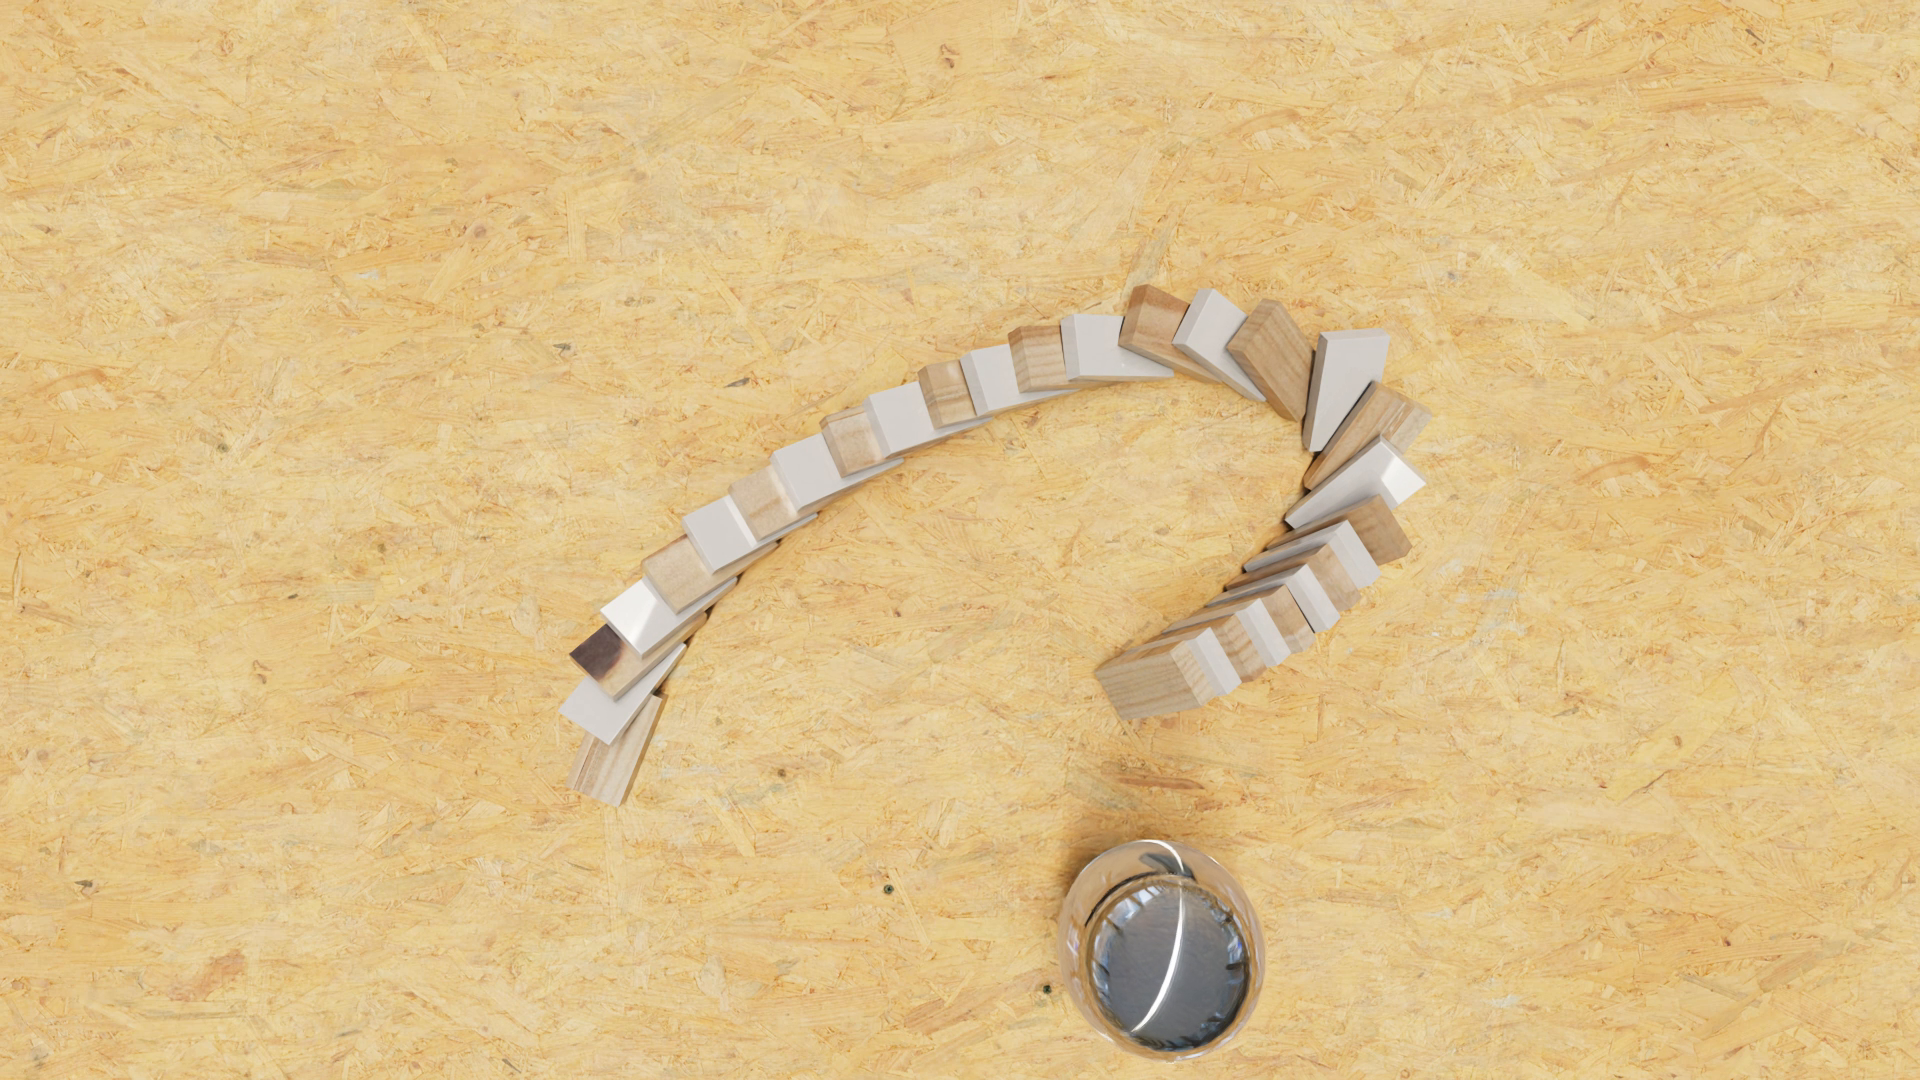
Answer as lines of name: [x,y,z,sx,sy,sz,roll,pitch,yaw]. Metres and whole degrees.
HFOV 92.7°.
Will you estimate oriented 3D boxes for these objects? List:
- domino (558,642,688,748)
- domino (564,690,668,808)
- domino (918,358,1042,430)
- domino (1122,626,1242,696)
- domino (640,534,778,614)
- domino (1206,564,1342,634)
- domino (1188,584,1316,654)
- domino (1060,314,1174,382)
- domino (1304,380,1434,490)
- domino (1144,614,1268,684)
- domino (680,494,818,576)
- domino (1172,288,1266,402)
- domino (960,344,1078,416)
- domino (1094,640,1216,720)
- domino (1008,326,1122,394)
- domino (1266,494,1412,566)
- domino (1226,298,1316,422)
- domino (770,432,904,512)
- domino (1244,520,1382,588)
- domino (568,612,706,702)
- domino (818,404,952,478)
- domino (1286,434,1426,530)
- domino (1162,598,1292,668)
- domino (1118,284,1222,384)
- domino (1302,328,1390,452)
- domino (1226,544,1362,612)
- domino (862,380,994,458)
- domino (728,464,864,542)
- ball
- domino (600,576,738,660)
domino: [-0.141,0.059,0.386,0.025,0.010,0.050,34,66,0]
domino: [-0.148,0.086,0.395,0.025,0.010,0.050,22,90,0]
domino: [0.009,-0.064,0.385,0.050,0.010,0.025,-16,90,-26]
domino: [0.089,0.053,0.376,0.009,0.050,0.025,-30,90,-32]
domino: [-0.105,0.007,0.384,0.050,0.009,0.025,-36,89,-28]
domino: [0.127,0.029,0.376,0.010,0.050,0.025,-33,90,-33]
domino: [0.118,0.037,0.376,0.010,0.050,0.025,-30,90,-32]
domino: [0.066,-0.080,0.383,0.050,0.010,0.025,-5,88,-30]
domino: [0.169,-0.038,0.382,0.025,0.010,0.050,26,124,0]
domino: [0.099,0.048,0.376,0.009,0.050,0.025,-30,90,-32]
domino: [-0.088,-0.009,0.384,0.050,0.010,0.025,-31,90,-28]
domino: [0.114,-0.081,0.384,0.050,0.010,0.025,27,90,-28]
domino: [0.026,-0.069,0.382,0.050,0.009,0.025,-18,91,-30]
domino: [0.079,0.058,0.376,0.009,0.050,0.025,-30,90,-32]
domino: [0.045,-0.076,0.383,0.050,0.010,0.025,-9,87,-30]
domino: [0.156,0.003,0.378,0.010,0.050,0.025,-33,91,-43]
domino: [0.134,-0.074,0.382,0.050,0.009,0.025,37,89,-35]
domino: [-0.051,-0.034,0.384,0.050,0.009,0.025,-27,89,-26]
domino: [0.143,0.012,0.376,0.010,0.050,0.025,-33,90,-33]
domino: [-0.134,0.041,0.383,0.025,0.010,0.050,42,61,5]
domino: [-0.031,-0.046,0.385,0.050,0.010,0.025,-22,90,-26]
domino: [0.164,-0.017,0.382,0.025,0.010,0.050,43,123,0]
domino: [0.108,0.042,0.376,0.009,0.050,0.025,-30,90,-32]
domino: [0.092,-0.086,0.384,0.050,0.009,0.025,16,90,-28]
domino: [0.160,-0.062,0.382,0.025,0.009,0.050,-4,124,0]
domino: [0.136,0.021,0.376,0.010,0.050,0.025,-33,90,-33]
domino: [-0.013,-0.054,0.384,0.050,0.010,0.025,-22,90,-26]
domino: [-0.069,-0.022,0.385,0.050,0.010,0.025,-30,90,-26]
ball: [0.078,0.159,0.360,0.080,0.080,0.080,0,90,0]
domino: [-0.121,0.024,0.383,0.025,0.009,0.050,46,61,4]
